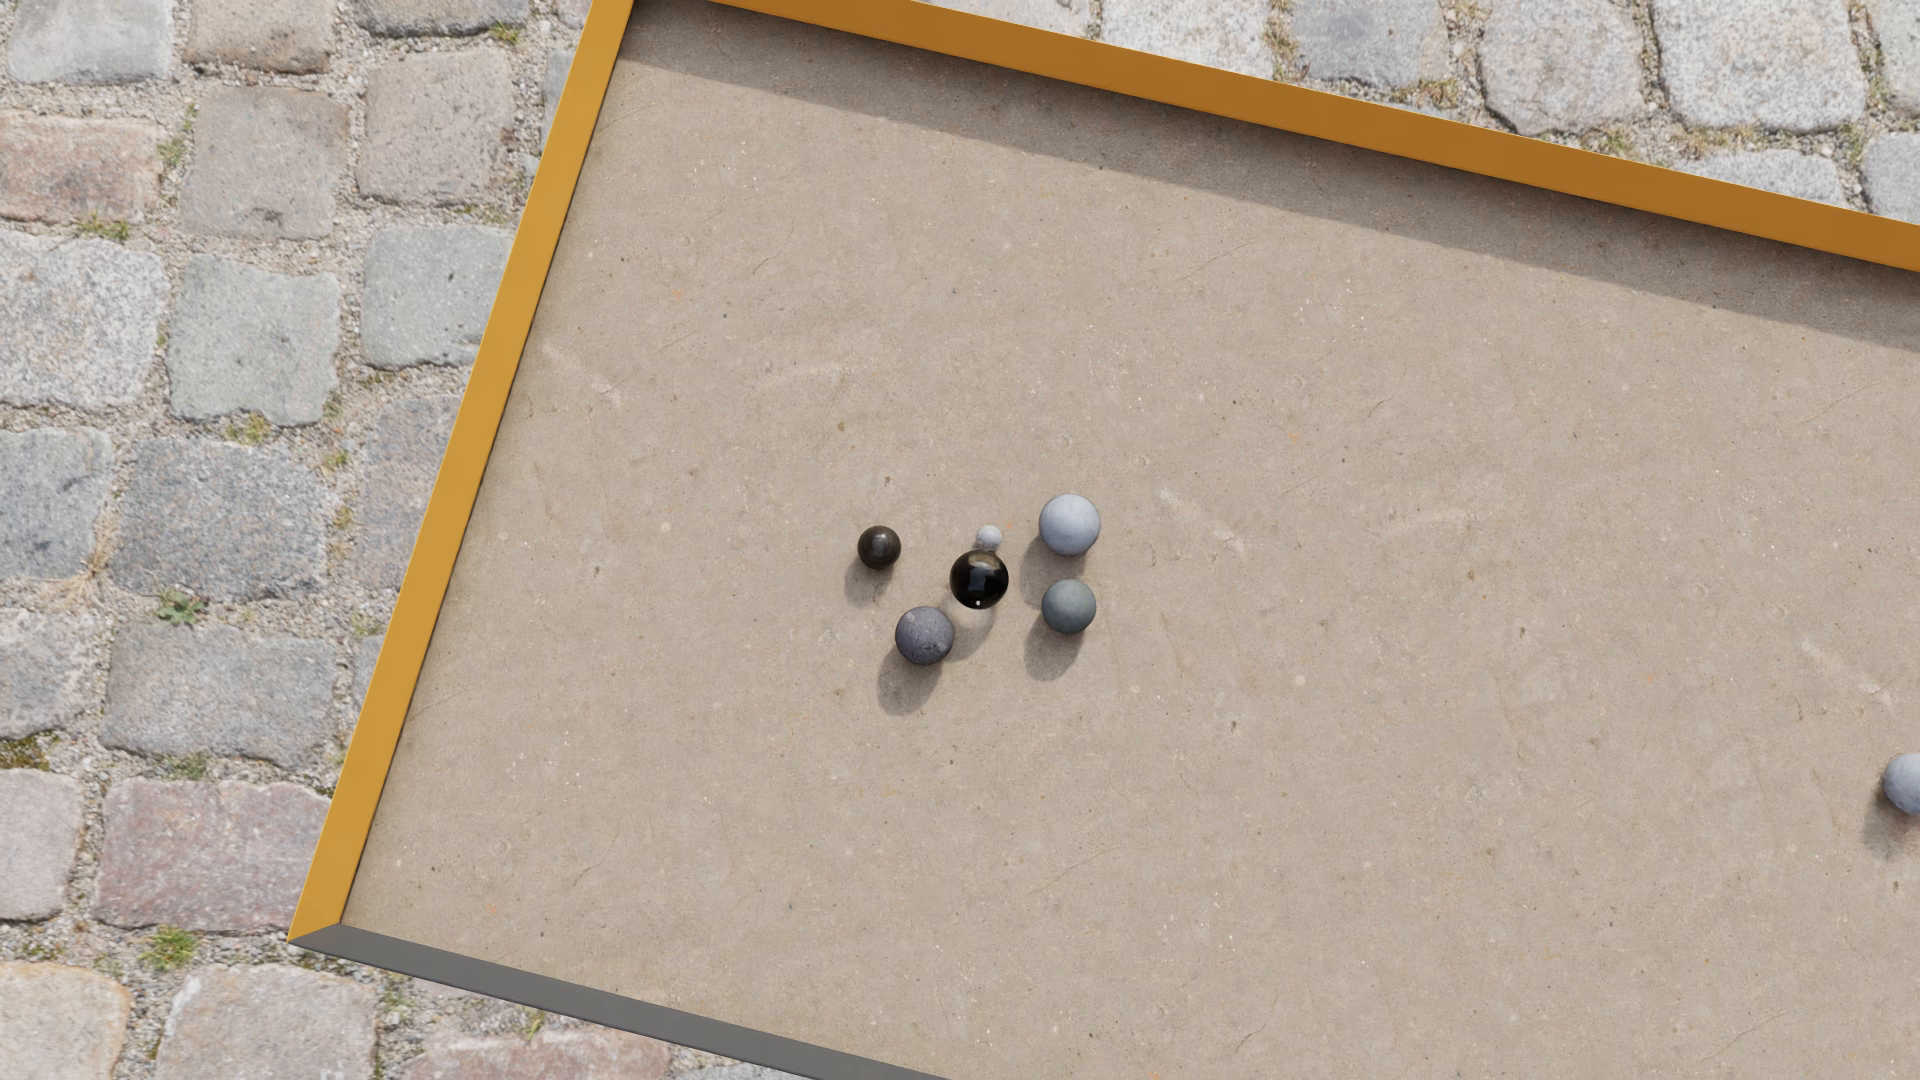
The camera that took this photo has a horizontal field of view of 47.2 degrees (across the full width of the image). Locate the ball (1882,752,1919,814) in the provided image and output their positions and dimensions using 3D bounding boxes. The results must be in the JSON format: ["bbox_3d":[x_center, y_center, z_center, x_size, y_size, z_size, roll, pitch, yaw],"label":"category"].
[{"bbox_3d":[1.410,0.359,3.246,0.090,0.090,0.090,0,75,0],"label":"ball"}]

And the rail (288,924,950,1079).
[{"bbox_3d":[0.562,0.924,3.071,3.110,0.124,0.045,13,75,4],"label":"rail"}]

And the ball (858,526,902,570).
[{"bbox_3d":[-0.123,0.012,3.354,0.068,0.068,0.068,0,75,0],"label":"ball"}]

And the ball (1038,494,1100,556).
[{"bbox_3d":[0.167,-0.024,3.349,0.095,0.095,0.095,0,75,0],"label":"ball"}]

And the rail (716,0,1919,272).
[{"bbox_3d":[0.948,-0.576,3.486,3.110,0.124,0.045,13,75,4],"label":"rail"}]

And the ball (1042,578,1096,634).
[{"bbox_3d":[0.165,0.100,3.321,0.084,0.084,0.084,0,75,0],"label":"ball"}]

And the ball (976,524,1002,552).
[{"bbox_3d":[0.044,-0.003,3.372,0.041,0.041,0.041,0,75,0],"label":"ball"}]

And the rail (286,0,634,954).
[{"bbox_3d":[-0.732,-0.181,3.377,0.045,0.124,1.651,13,75,4],"label":"rail"}]

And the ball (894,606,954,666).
[{"bbox_3d":[-0.053,0.144,3.306,0.090,0.090,0.090,0,75,0],"label":"ball"}]

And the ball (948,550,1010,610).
[{"bbox_3d":[0.029,0.060,3.328,0.092,0.092,0.092,0,75,0],"label":"ball"}]
